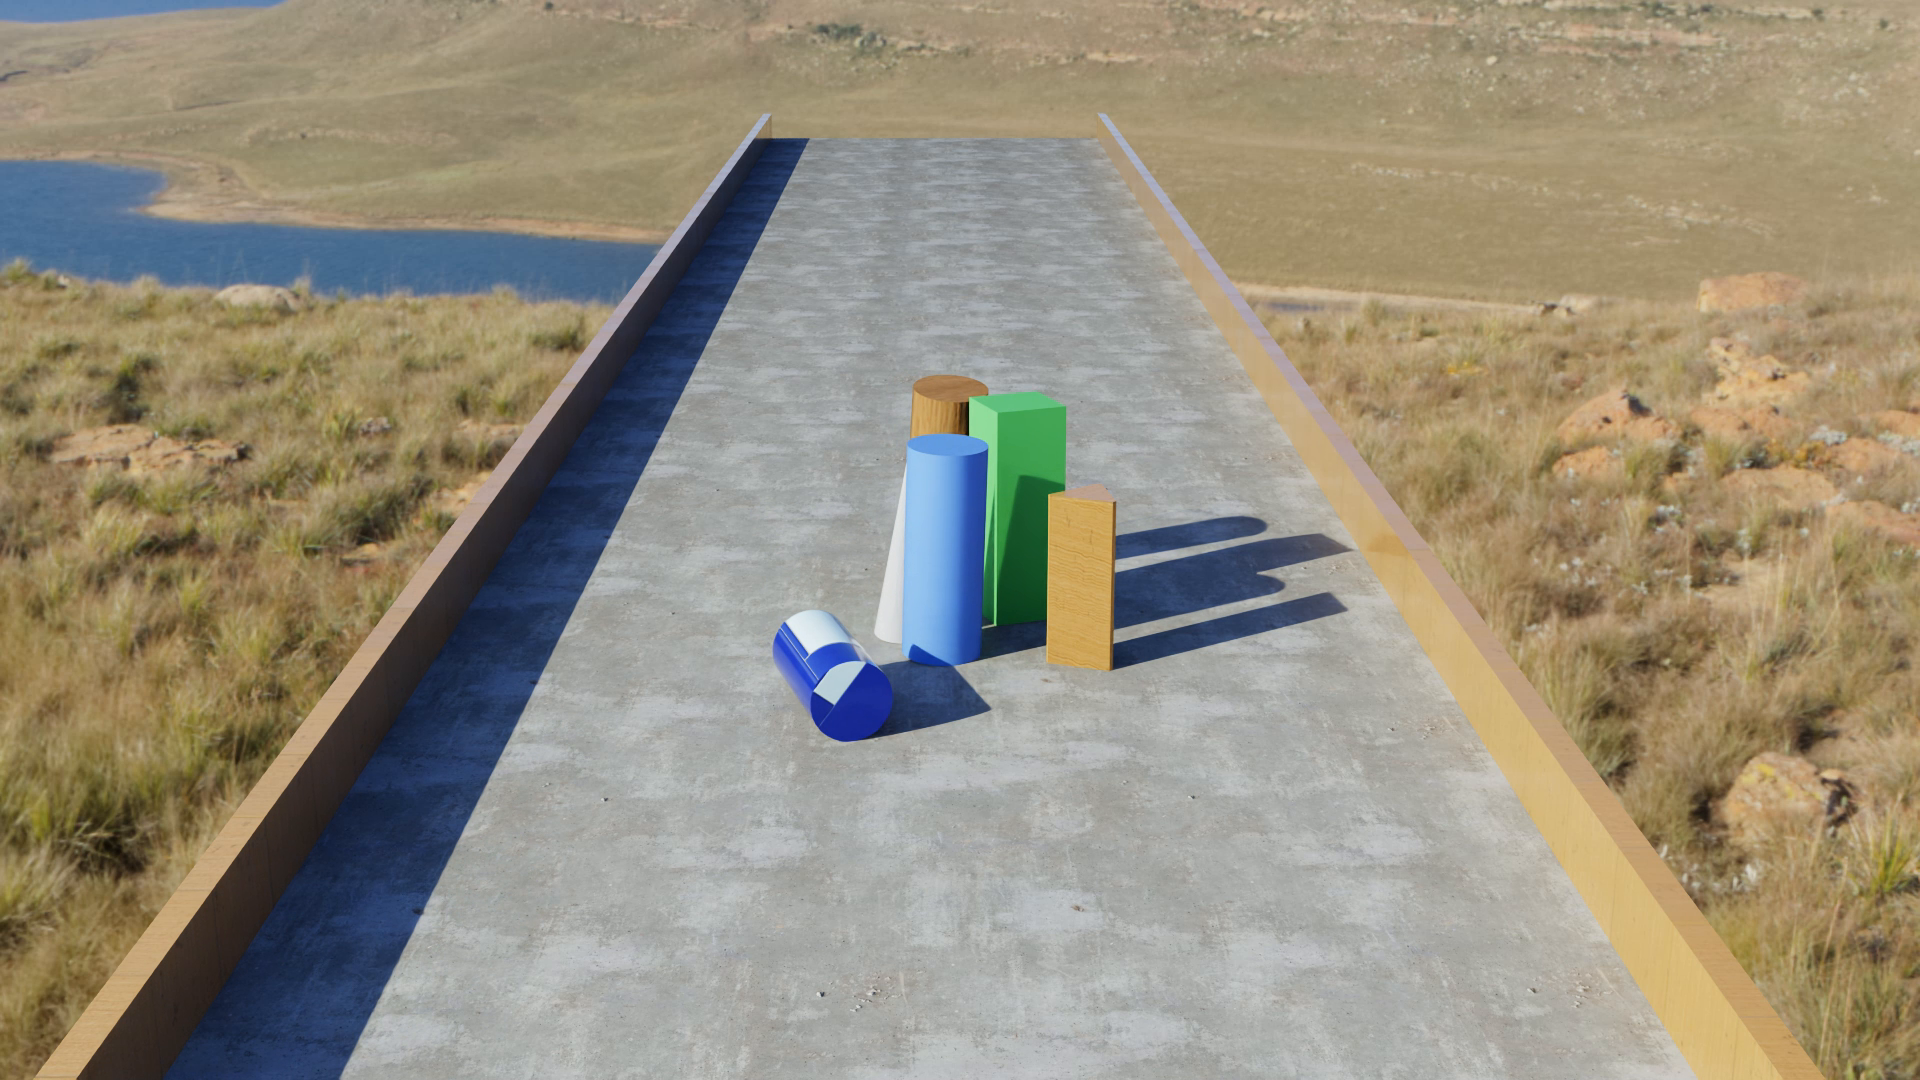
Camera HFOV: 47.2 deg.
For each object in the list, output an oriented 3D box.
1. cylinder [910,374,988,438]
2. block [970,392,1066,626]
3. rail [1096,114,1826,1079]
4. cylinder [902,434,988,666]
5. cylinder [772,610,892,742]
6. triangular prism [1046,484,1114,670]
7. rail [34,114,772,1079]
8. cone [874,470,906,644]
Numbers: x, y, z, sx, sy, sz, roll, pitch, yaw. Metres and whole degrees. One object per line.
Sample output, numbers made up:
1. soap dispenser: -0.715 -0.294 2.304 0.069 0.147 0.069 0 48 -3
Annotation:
1. cylinder: -0.034 -0.126 4.836 0.164 0.444 0.164 3 25 -2
2. block: 0.120 -0.068 4.649 0.154 0.460 0.154 -6 18 -21
3. rail: 0.932 -0.844 7.801 0.050 0.150 12.000 0 17 -1
4. cylinder: -0.031 0.019 4.387 0.161 0.435 0.161 2 18 -1
5. cylinder: -0.242 0.250 4.116 0.155 0.155 0.309 -5 17 -17
6. triangular prism: 0.258 0.070 4.383 0.136 0.348 0.117 6 18 20
7. rail: -1.118 -0.838 7.780 0.050 0.150 12.000 0 17 -1
8. cone: -0.112 0.001 4.477 0.108 0.415 0.108 3 23 -1
